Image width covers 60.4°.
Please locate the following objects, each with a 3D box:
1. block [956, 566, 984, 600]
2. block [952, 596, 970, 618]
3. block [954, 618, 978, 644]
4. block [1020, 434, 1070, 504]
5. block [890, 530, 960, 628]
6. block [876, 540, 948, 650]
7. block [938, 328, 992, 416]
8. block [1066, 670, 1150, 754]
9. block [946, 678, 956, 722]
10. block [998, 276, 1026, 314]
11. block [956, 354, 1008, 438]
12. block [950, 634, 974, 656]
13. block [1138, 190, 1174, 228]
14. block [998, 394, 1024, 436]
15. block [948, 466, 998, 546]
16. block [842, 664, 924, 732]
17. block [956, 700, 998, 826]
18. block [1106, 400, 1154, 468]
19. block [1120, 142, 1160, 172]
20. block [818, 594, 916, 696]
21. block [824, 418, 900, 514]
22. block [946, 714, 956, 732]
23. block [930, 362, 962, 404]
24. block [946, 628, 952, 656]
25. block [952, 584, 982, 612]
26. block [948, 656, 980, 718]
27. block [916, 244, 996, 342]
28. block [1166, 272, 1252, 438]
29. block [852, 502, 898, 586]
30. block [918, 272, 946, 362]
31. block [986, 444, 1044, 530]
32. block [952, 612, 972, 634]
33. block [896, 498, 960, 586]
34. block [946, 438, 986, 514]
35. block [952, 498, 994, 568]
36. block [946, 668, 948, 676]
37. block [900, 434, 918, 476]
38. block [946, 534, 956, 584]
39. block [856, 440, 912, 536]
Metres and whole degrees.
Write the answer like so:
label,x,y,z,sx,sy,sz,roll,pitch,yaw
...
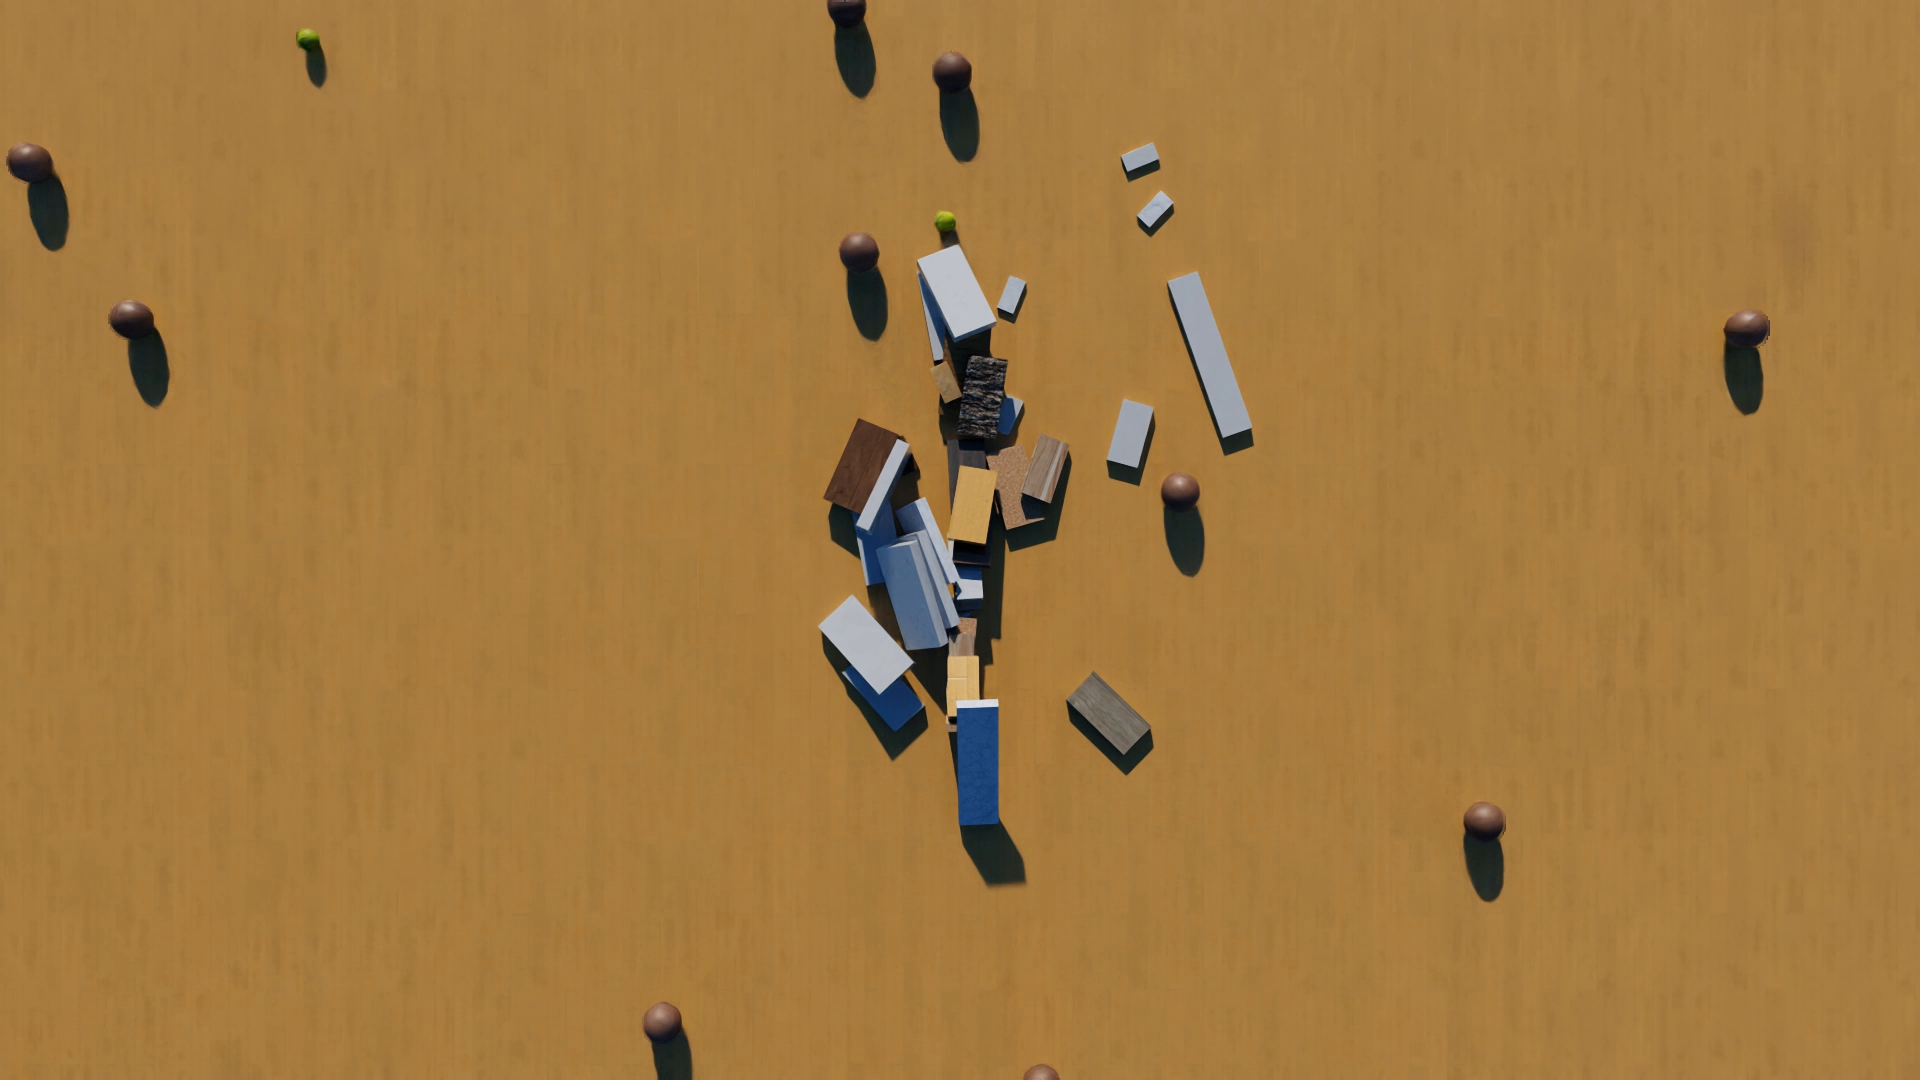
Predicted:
label,x,y,z,sx,sy,sz,roll,pitch,yaw
block,0.028,0.113,5.424,0.085,0.024,0.170,-3,74,-2
block,0.005,0.212,5.468,0.069,0.020,0.139,17,73,4
block,0.016,0.325,5.423,0.069,0.020,0.139,5,89,1
block,0.280,-0.236,5.460,0.104,0.030,0.209,21,81,-12
block,-0.114,0.136,5.416,0.041,0.146,0.328,-24,97,-39
block,-0.157,0.183,5.405,0.155,0.044,0.354,-9,102,41
block,0.016,-0.560,5.447,0.149,0.042,0.299,4,101,-3
block,0.494,0.573,5.481,0.263,0.037,0.131,44,90,0
block,0.007,0.518,5.407,0.101,0.202,0.029,-4,122,0
block,0.172,-0.816,5.492,0.058,0.016,0.115,22,90,0
block,0.073,-0.472,5.426,0.131,0.037,0.261,8,101,-4
block,0.005,0.388,5.400,0.081,0.023,0.163,0,89,0
block,0.649,-1.101,5.492,0.058,0.016,0.115,44,90,0
block,0.158,-0.416,5.491,0.062,0.017,0.123,24,90,0
block,0.041,-0.112,5.393,0.124,0.035,0.248,9,76,1
block,-0.254,0.495,5.481,0.131,0.037,0.263,-42,90,0
block,0.058,0.725,5.350,0.131,0.037,0.493,-2,123,-2
block,0.566,-0.353,5.485,0.104,0.030,0.209,15,90,0
block,0.599,-1.273,5.492,0.115,0.016,0.058,-22,90,0
block,-0.307,0.347,5.444,0.155,0.044,0.310,-43,77,0
block,-0.325,-0.240,5.457,0.146,0.041,0.292,23,85,7
block,0.005,0.596,5.399,0.101,0.202,0.029,-4,92,0
block,-0.046,-0.518,5.422,0.062,0.017,0.123,-24,101,3
block,0.001,0.365,5.464,0.081,0.023,0.163,-4,72,0
block,0.019,0.151,5.463,0.085,0.024,0.170,-5,74,-3
block,0.012,0.477,5.335,0.101,0.029,0.202,-1,67,1
block,-0.012,-0.809,5.403,0.149,0.042,0.299,-23,77,-10
block,0.830,-0.616,5.485,0.104,0.030,0.550,-19,90,0
block,-0.271,0.011,5.482,0.131,0.037,0.261,-11,90,0
block,-0.041,-0.754,5.479,0.149,0.042,0.299,-11,90,0
block,0.182,-0.177,5.482,0.131,0.037,0.261,-16,90,0
block,0.005,0.301,5.462,0.069,0.020,0.139,-3,72,0
block,-0.107,0.016,5.427,0.041,0.146,0.292,-23,90,-31
block,0.025,-0.210,5.452,0.124,0.035,0.248,-3,77,-2
block,0.045,-0.033,5.440,0.124,0.035,0.248,4,70,1
block,0.000,0.477,5.425,0.081,0.163,0.023,-4,122,0
block,-0.190,-0.280,5.491,0.062,0.017,0.123,-26,90,0
block,0.007,0.060,5.464,0.085,0.024,0.170,-5,74,-3
block,-0.247,-0.170,5.390,0.044,0.155,0.310,25,85,4
